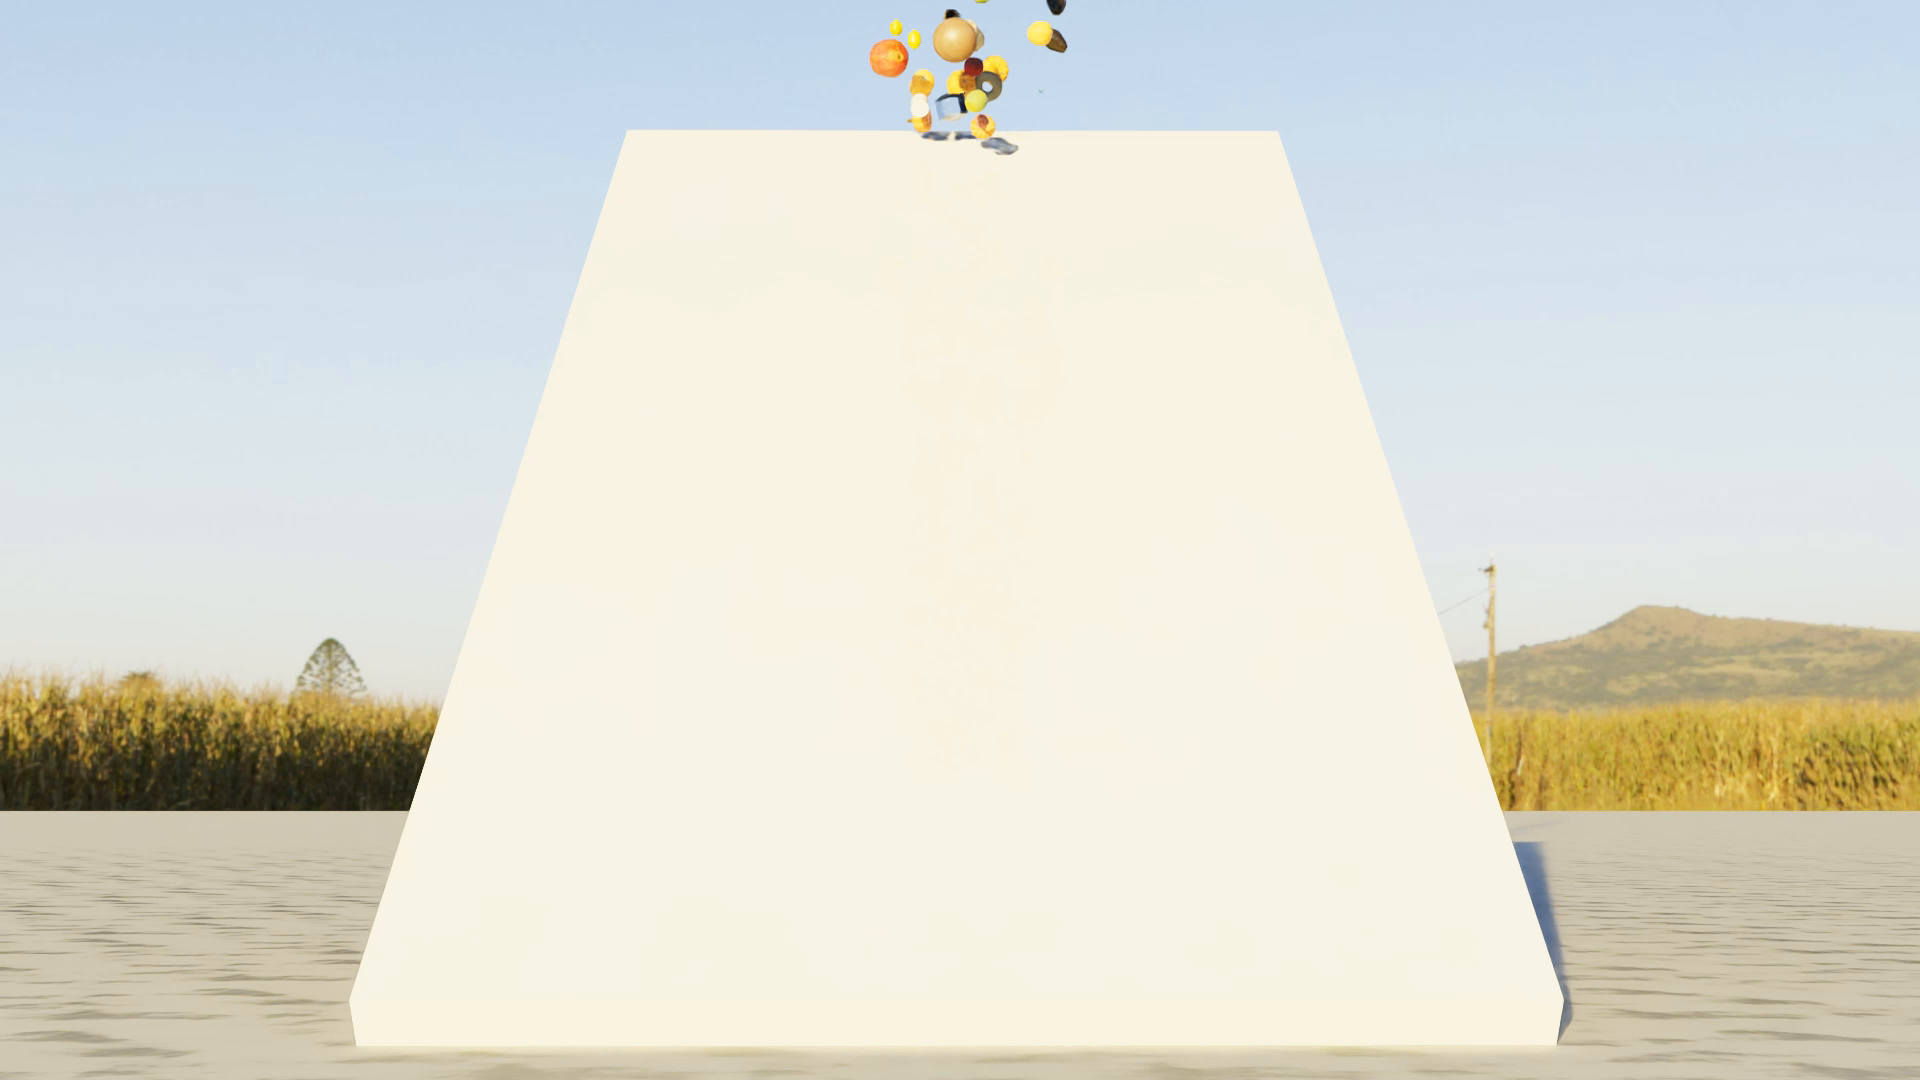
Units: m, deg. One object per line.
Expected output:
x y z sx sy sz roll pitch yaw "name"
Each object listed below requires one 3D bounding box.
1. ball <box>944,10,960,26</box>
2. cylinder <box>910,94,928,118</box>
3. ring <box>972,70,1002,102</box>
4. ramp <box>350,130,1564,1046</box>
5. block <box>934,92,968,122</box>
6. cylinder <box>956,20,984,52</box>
-0.026 -1.599 7.410 0.052 0.052 0.052 0 -6 0 "ball"
-0.120 -1.290 7.177 0.053 0.053 0.053 0 34 -4 "cylinder"
0.084 -1.377 7.344 0.094 0.094 0.031 -2 21 15 "ring"
-0.013 -0.207 5.738 2.000 0.100 4.000 0 30 0 "ramp"
-0.026 -1.292 7.220 0.064 0.064 0.064 -6 -11 -35 "block"
0.031 -1.519 7.292 0.070 0.070 0.070 -2 -30 17 "cylinder"
